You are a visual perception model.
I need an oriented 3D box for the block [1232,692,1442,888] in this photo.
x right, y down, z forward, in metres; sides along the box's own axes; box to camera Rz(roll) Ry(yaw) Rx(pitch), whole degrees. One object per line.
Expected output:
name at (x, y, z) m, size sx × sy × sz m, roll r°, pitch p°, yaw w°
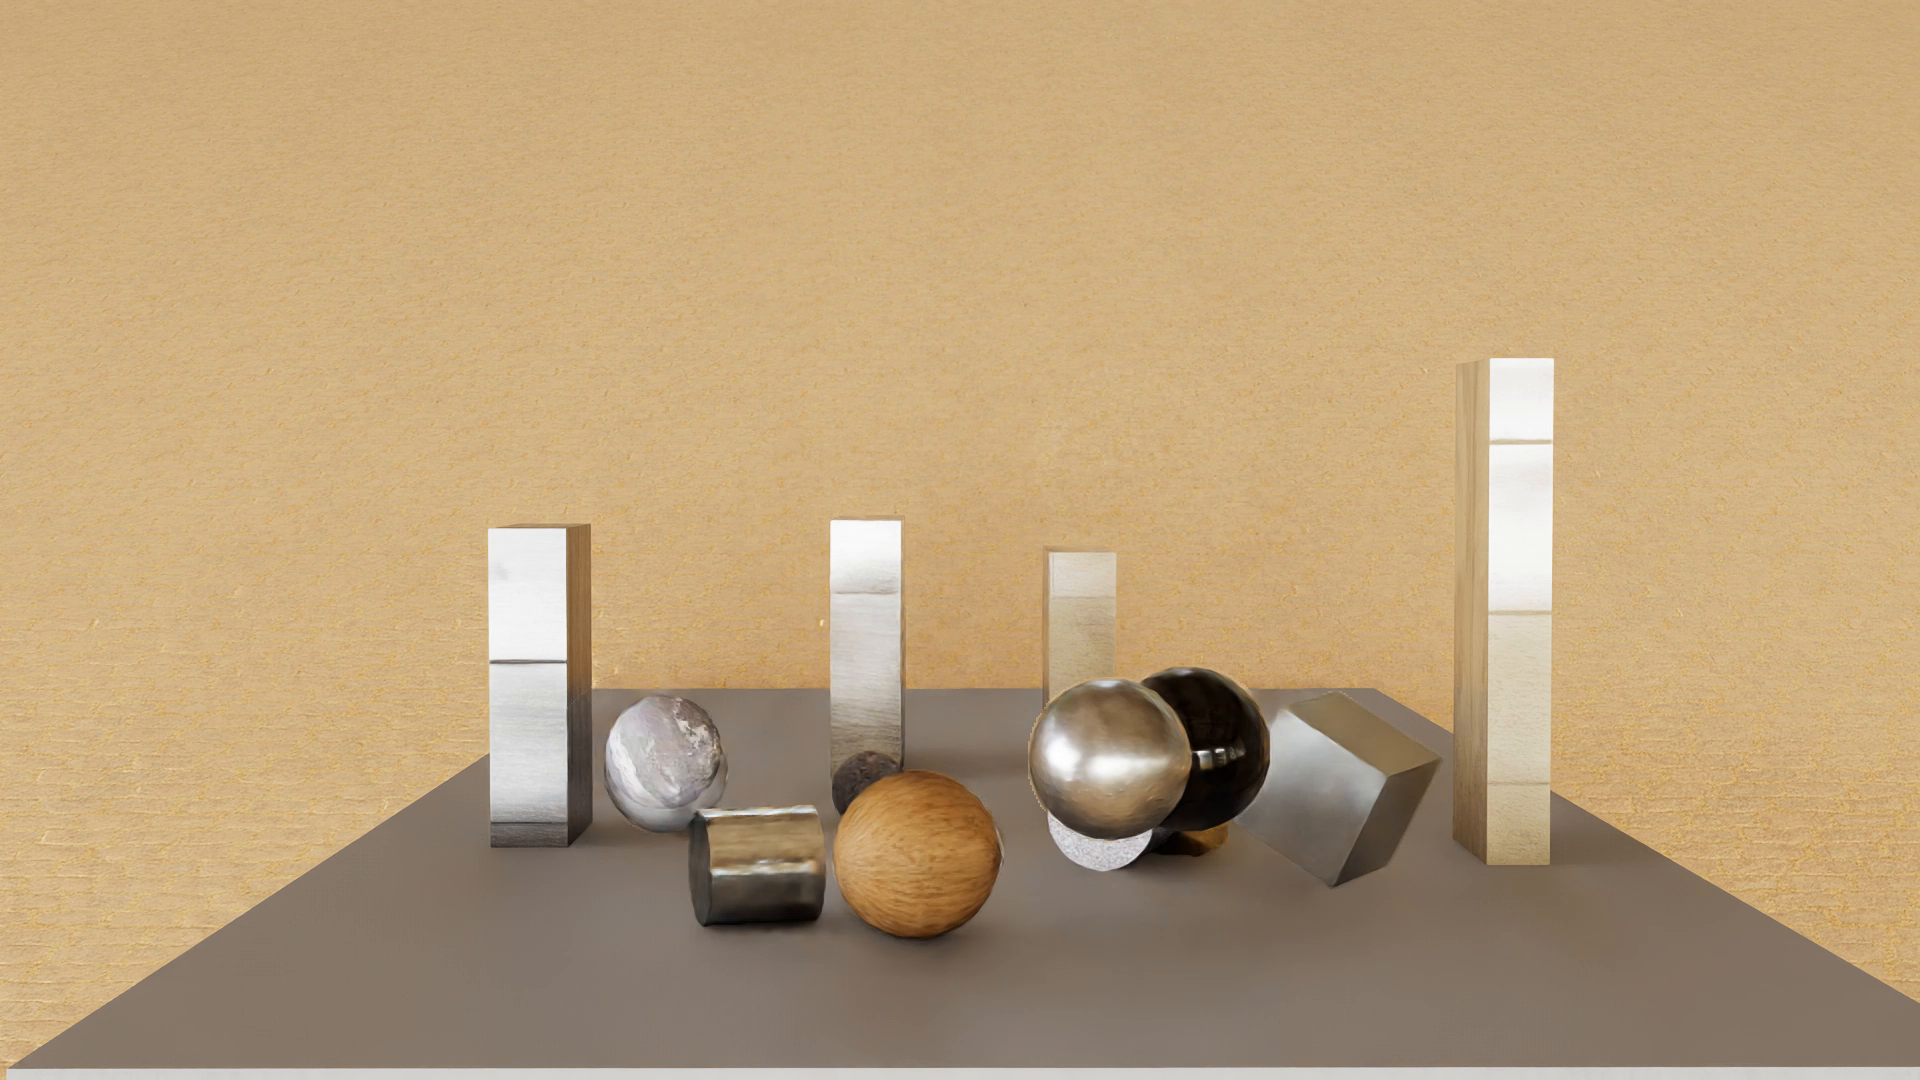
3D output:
block at (0.520, 0.344, 3.575) m, size 0.180 × 0.180 × 0.180 m, roll 33°, pitch 21°, yaw 27°

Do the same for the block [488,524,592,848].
block at (-0.661, 0.222, 4.075) m, size 0.118 × 0.489 × 0.272 m, roll 0°, pitch 2°, yaw 0°

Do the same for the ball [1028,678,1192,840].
ball at (0.152, 0.222, 2.612) m, size 0.164 × 0.164 × 0.164 m, roll 0°, pitch 24°, yaw 0°

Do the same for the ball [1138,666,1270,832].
ball at (0.275, 0.252, 3.115) m, size 0.200 × 0.200 × 0.200 m, roll 0°, pitch 24°, yaw 0°

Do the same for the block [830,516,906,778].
block at (-0.175, 0.196, 4.957) m, size 0.130 × 0.477 × 0.395 m, roll 0°, pitch 2°, yaw 0°

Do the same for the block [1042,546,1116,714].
block at (0.207, 0.233, 4.511) m, size 0.112 × 0.434 × 0.320 m, roll 0°, pitch 2°, yaw 0°

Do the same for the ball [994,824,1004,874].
ball at (0.002, 0.427, 3.525) m, size 0.118 × 0.118 × 0.118 m, roll 0°, pitch 24°, yaw 0°

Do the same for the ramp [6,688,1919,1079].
ramp at (0.055, 0.499, 4.546) m, size 2.000 × 0.100 × 4.000 m, roll 0°, pitch 2°, yaw 0°

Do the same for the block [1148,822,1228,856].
block at (0.315, 0.392, 3.957) m, size 0.156 × 0.156 × 0.156 m, roll 1°, pitch 2°, yaw 21°

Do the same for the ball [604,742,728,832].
ball at (-0.461, 0.363, 4.049) m, size 0.193 × 0.193 × 0.193 m, roll 0°, pitch 24°, yaw 0°

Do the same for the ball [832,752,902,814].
ball at (-0.146, 0.402, 4.154) m, size 0.123 × 0.123 × 0.123 m, roll 0°, pitch 24°, yaw 0°

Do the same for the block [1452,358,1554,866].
block at (0.818, 0.102, 3.892) m, size 0.092 × 0.741 × 0.258 m, roll 0°, pitch 2°, yaw 0°

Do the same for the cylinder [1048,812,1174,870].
cylinder at (0.230, 0.396, 3.803) m, size 0.160 × 0.160 × 0.160 m, roll 9°, pitch 5°, yaw 19°

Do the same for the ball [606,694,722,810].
ball at (-0.376, 0.269, 3.269) m, size 0.146 × 0.146 × 0.146 m, roll 0°, pitch 24°, yaw 0°

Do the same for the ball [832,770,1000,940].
ball at (-0.055, 0.393, 3.216) m, size 0.209 × 0.209 × 0.209 m, roll 0°, pitch 24°, yaw 0°

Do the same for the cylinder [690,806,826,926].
cylinder at (-0.262, 0.419, 3.321) m, size 0.148 × 0.148 × 0.148 m, roll -1°, pitch 23°, yaw -17°
